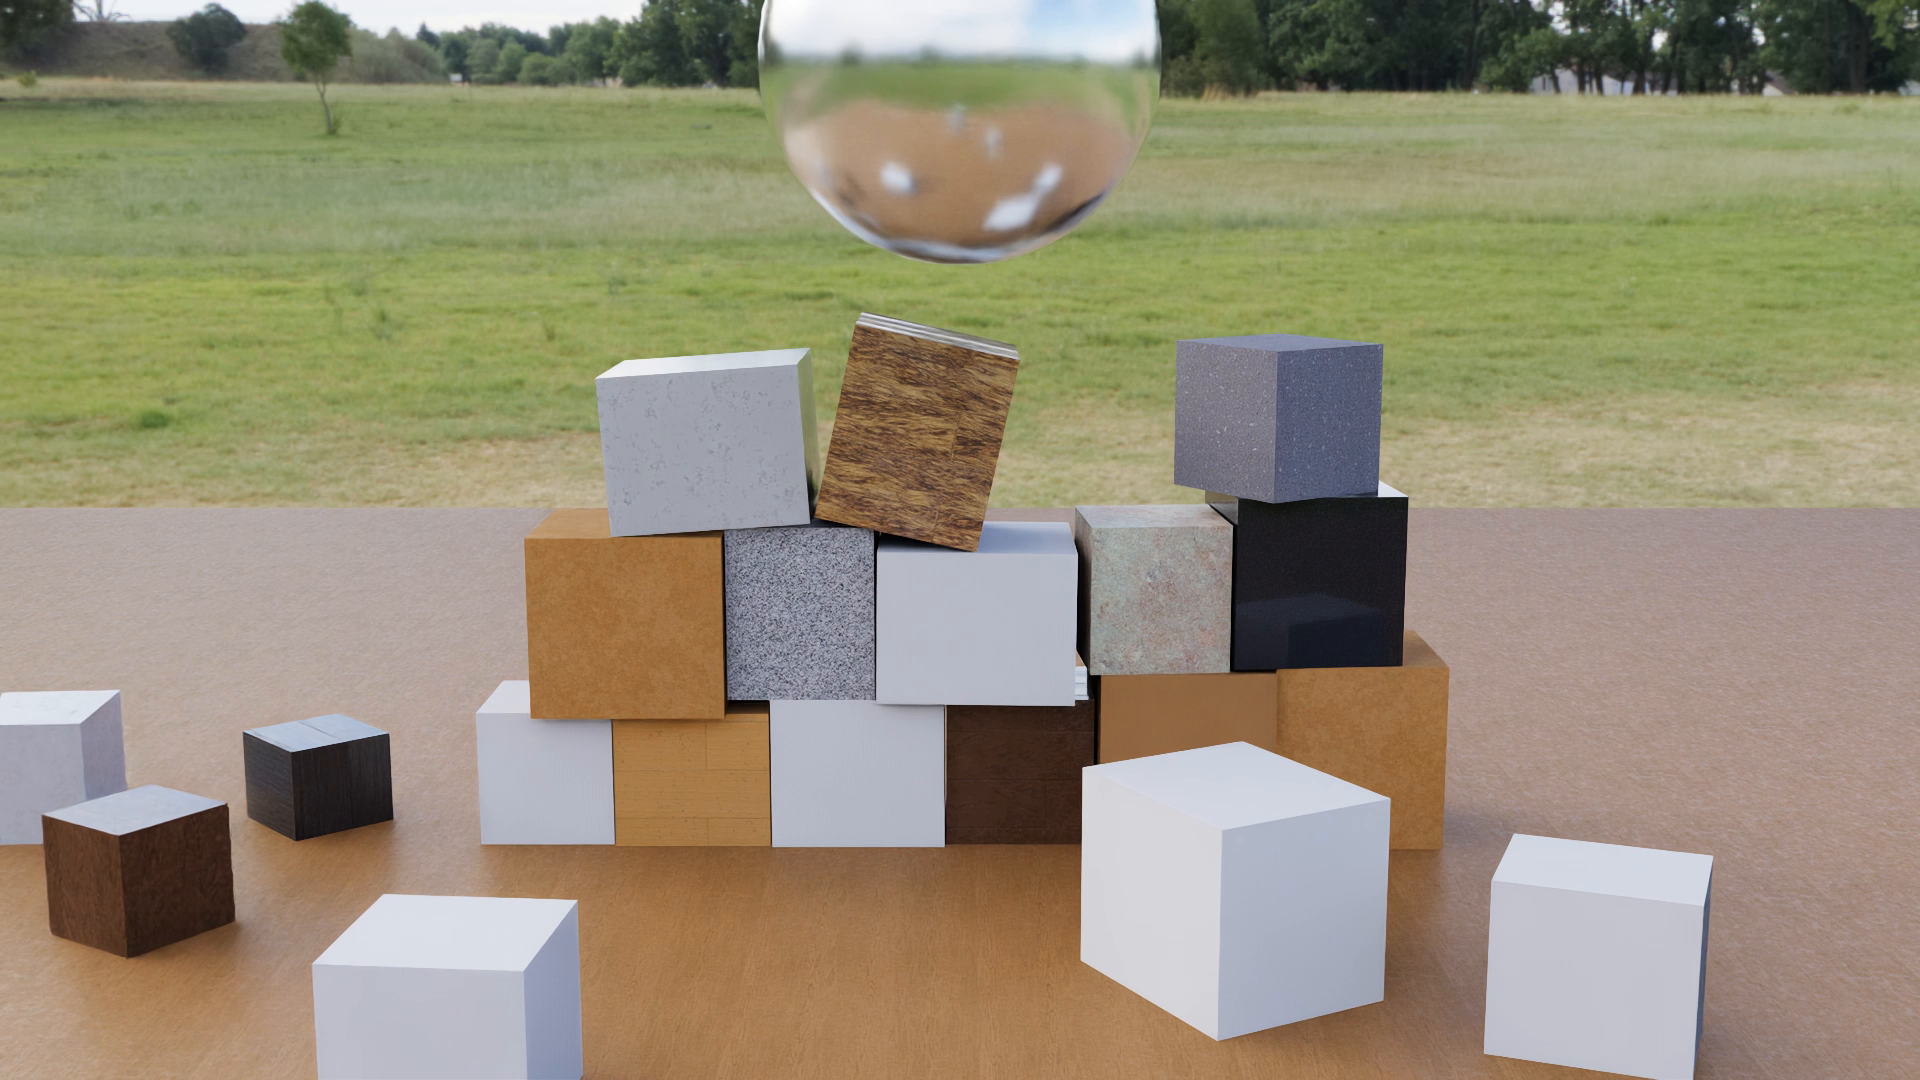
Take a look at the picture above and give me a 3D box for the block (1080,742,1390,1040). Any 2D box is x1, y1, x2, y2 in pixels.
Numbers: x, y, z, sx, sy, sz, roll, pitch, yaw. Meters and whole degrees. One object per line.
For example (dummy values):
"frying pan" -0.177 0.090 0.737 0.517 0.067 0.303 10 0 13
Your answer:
"block" 1.137 1.437 9.237 0.844 0.867 0.999 -6 12 -29

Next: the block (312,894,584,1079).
"block" -1.839 1.751 7.993 0.748 0.695 0.720 1 10 5

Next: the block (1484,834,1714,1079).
"block" 2.514 1.627 8.644 0.774 0.706 0.624 4 11 21

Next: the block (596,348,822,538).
"block" -1.241 -0.508 11.094 0.977 0.780 0.878 -4 10 1

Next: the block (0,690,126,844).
"block" -4.739 1.170 11.391 0.601 0.623 0.677 -1 10 -5

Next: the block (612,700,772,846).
"block" -1.344 1.138 11.391 0.779 0.686 0.750 0 10 0

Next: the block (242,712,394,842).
"block" -3.354 1.230 11.493 0.545 0.468 0.554 -9 14 -42

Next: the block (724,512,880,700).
"block" -0.789 0.297 11.250 0.733 0.870 0.789 0 10 0

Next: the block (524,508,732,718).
"block" -1.645 0.358 11.232 0.958 0.906 0.892 0 10 0

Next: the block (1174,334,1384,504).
"block" 1.582 -0.623 10.973 0.702 0.729 0.739 -7 12 -34

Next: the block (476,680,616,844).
"block" -2.081 1.141 11.378 0.675 0.684 0.670 0 10 0

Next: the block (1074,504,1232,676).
"block" 0.963 0.240 11.106 0.693 0.736 0.658 -1 10 -4

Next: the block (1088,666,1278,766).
"block" 1.118 1.036 11.323 0.869 0.910 0.893 0 10 -1

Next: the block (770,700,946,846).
"block" -0.512 1.099 11.394 0.867 0.760 0.802 0 10 0

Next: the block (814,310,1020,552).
"block" -0.211 -0.561 11.046 0.810 0.963 0.817 12 10 -2

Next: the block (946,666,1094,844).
"block" 0.302 1.105 11.386 0.741 0.753 0.701 0 10 0

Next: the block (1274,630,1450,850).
"block" 1.991 1.016 11.366 0.857 0.934 0.844 0 10 0

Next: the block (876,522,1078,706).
"block" 0.080 0.357 11.238 0.980 0.760 0.926 1 10 0

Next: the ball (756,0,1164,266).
"ball" 0.000 -1.891 8.692 1.600 1.600 1.600 0 10 0

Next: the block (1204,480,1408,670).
"block" 1.736 0.142 11.185 0.846 0.851 0.809 -1 10 -5

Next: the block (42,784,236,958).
"block" -3.687 1.476 9.885 0.551 0.558 0.568 7 12 33
